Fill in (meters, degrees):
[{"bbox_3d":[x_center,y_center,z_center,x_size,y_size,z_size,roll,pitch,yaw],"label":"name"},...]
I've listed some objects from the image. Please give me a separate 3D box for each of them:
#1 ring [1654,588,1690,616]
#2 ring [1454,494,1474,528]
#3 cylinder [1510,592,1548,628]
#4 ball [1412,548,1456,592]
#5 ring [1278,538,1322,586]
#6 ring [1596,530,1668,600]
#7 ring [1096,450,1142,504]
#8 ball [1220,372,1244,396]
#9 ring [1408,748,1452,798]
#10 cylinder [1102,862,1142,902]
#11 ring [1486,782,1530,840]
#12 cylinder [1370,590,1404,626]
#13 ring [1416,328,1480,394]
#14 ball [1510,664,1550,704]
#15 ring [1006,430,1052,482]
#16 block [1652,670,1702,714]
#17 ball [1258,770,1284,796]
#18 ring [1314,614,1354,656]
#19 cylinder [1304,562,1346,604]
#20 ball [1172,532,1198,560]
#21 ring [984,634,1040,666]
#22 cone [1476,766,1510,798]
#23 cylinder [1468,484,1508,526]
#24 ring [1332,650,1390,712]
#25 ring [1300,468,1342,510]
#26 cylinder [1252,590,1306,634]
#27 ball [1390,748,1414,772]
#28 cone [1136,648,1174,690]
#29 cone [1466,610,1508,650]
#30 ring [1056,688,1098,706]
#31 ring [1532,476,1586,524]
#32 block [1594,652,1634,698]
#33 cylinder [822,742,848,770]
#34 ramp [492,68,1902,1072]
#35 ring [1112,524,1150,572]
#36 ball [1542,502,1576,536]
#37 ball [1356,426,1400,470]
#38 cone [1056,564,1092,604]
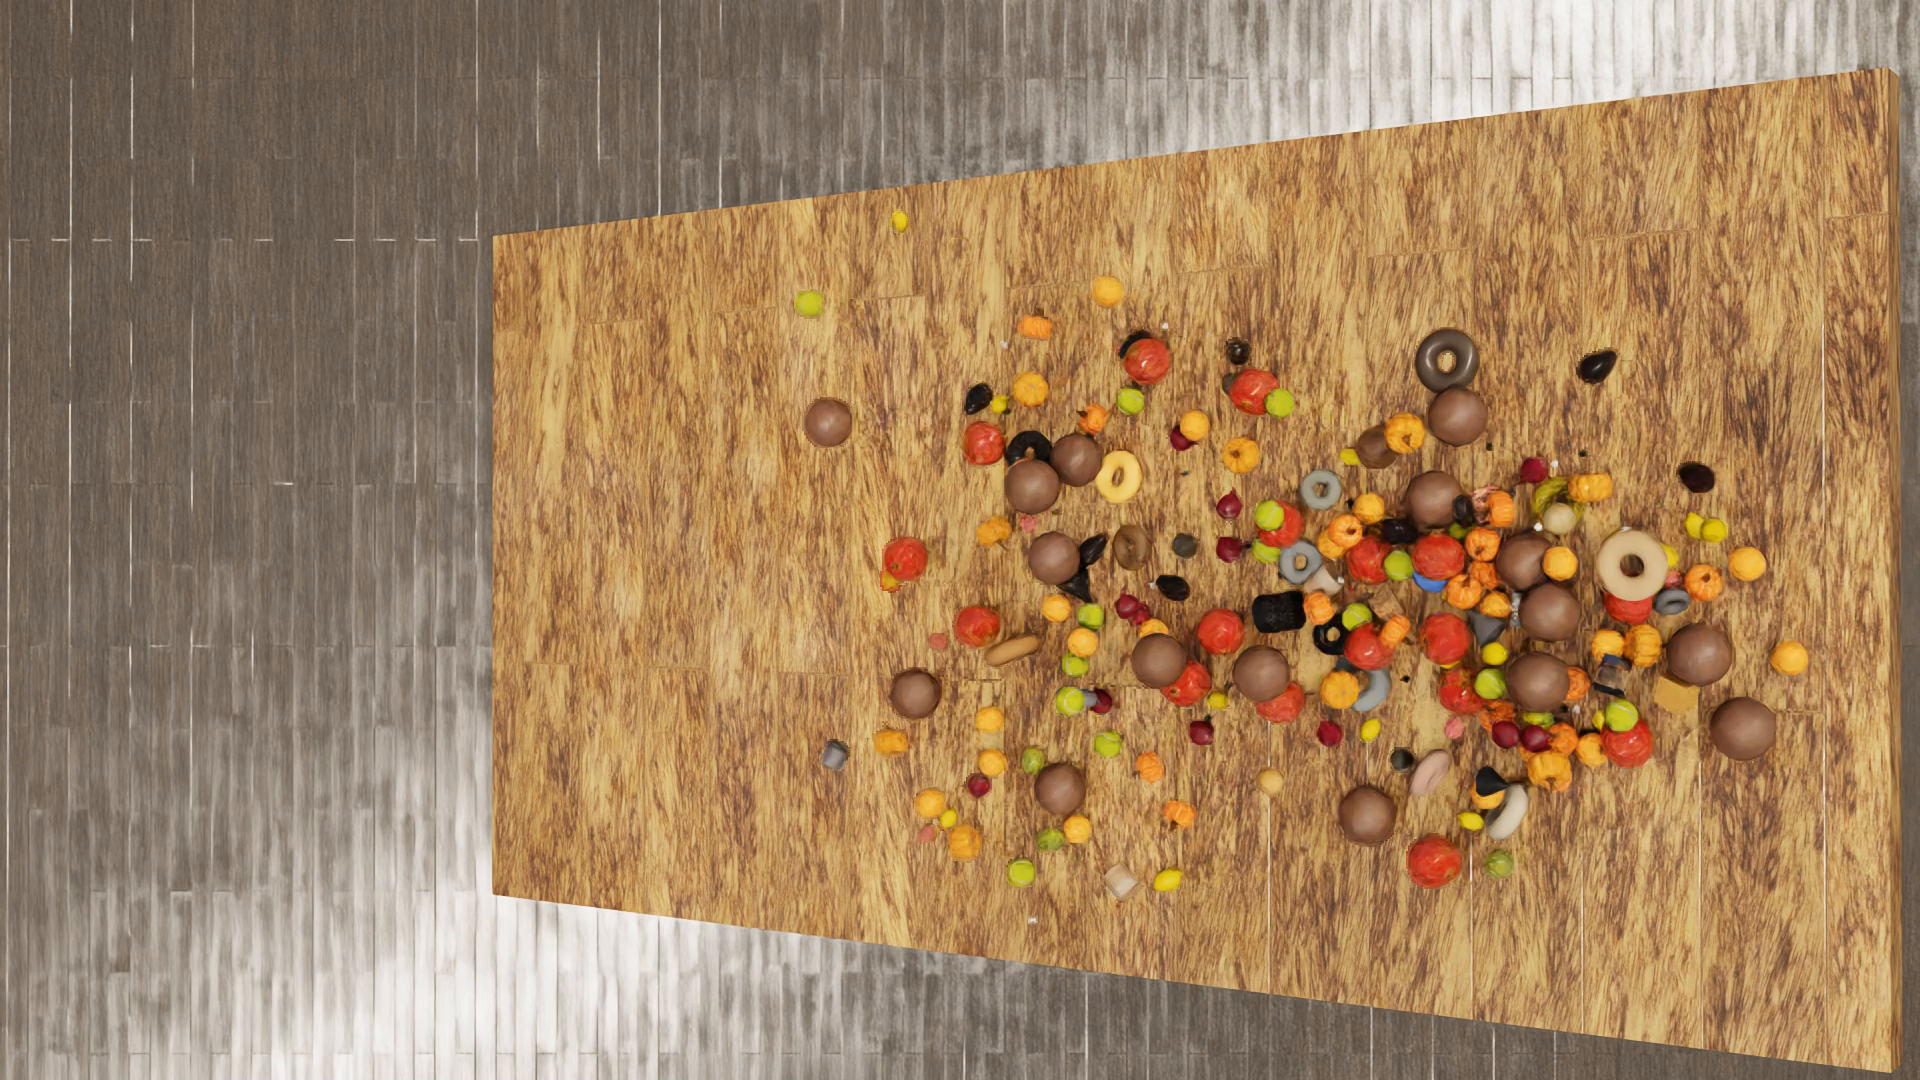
[{"bbox_3d":[1.479,0.128,4.568,0.077,0.077,0.026,-3,50,0],"label":"ring"},{"bbox_3d":[1.096,-0.063,4.783,0.026,0.078,0.078,-8,89,34],"label":"ring"},{"bbox_3d":[1.232,0.151,4.761,0.077,0.077,0.077,1,90,0],"label":"cylinder"},{"bbox_3d":[1.051,0.068,4.877,0.097,0.097,0.097,0,90,0],"label":"ball"},{"bbox_3d":[0.789,0.051,5.098,0.109,0.036,0.109,2,94,32],"label":"ring"},{"bbox_3d":[1.385,0.052,4.532,0.149,0.050,0.149,6,103,30],"label":"ring"},{"bbox_3d":[0.387,-0.155,5.376,0.130,0.043,0.130,-4,83,41],"label":"ring"},{"bbox_3d":[0.644,-0.369,5.192,0.056,0.056,0.056,0,90,0],"label":"ball"},{"bbox_3d":[1.041,0.516,4.868,0.041,0.122,0.122,38,90,31],"label":"ring"},{"bbox_3d":[0.394,0.832,5.349,0.068,0.068,0.068,-41,70,0],"label":"cylinder"},{"bbox_3d":[1.186,0.587,4.765,0.045,0.136,0.136,28,90,-2],"label":"ring"},{"bbox_3d":[0.961,0.153,4.949,0.059,0.059,0.059,-35,112,0],"label":"cylinder"},{"bbox_3d":[1.083,-0.396,4.888,0.148,0.049,0.148,-1,88,33],"label":"ring"},{"bbox_3d":[1.233,0.312,4.755,0.084,0.084,0.084,0,90,0],"label":"ball"},{"bbox_3d":[0.175,-0.212,5.531,0.131,0.044,0.131,-1,88,35],"label":"ring"},{"bbox_3d":[1.491,0.315,4.571,0.062,0.062,0.062,-13,122,-38],"label":"block"},{"bbox_3d":[0.724,0.564,5.127,0.060,0.060,0.060,0,90,0],"label":"ball"},{"bbox_3d":[0.857,0.218,5.049,0.098,0.033,0.098,-5,79,29],"label":"ring"},{"bbox_3d":[0.836,0.099,5.043,0.069,0.069,0.069,48,115,0],"label":"cylinder"},{"bbox_3d":[0.539,0.013,5.259,0.065,0.065,0.065,0,90,0],"label":"ball"},{"bbox_3d":[0.130,0.273,5.461,0.146,0.146,0.049,-21,85,0],"label":"ring"},{"bbox_3d":[1.133,0.514,4.629,0.067,0.067,0.067,-4,96,-37],"label":"cone"},{"bbox_3d":[1.156,-0.076,4.820,0.070,0.070,0.070,-20,77,0],"label":"cylinder"},{"bbox_3d":[0.913,0.320,5.004,0.139,0.046,0.139,-1,88,34],"label":"ring"},{"bbox_3d":[0.826,-0.115,5.032,0.097,0.032,0.097,-1,87,22],"label":"ring"},{"bbox_3d":[0.740,0.167,5.099,0.091,0.091,0.091,-9,89,35],"label":"cylinder"},{"bbox_3d":[0.994,0.494,4.941,0.053,0.053,0.053,0,90,0],"label":"ball"},{"bbox_3d":[0.449,0.313,5.299,0.098,0.098,0.098,0,89,35],"label":"cone"},{"bbox_3d":[1.131,0.179,4.779,0.083,0.083,0.083,-44,66,0],"label":"cone"},{"bbox_3d":[0.282,0.378,5.298,0.103,0.103,0.034,7,94,0],"label":"ring"},{"bbox_3d":[1.292,-0.079,4.744,0.117,0.039,0.117,-3,84,34],"label":"ring"},{"bbox_3d":[1.357,0.281,4.566,0.061,0.061,0.061,17,116,17],"label":"block"},{"bbox_3d":[-0.333,0.575,5.872,0.053,0.053,0.053,26,105,0],"label":"cylinder"},{"bbox_3d":[0.243,0.067,5.568,4.000,0.100,2.000,0,89,35],"label":"ramp"},{"bbox_3d":[0.416,0.019,5.346,0.039,0.116,0.116,-8,89,-36],"label":"ring"},{"bbox_3d":[1.266,-0.044,4.649,0.070,0.070,0.070,0,90,0],"label":"ball"},{"bbox_3d":[0.941,-0.207,4.957,0.097,0.097,0.097,0,90,0],"label":"ball"},{"bbox_3d":[0.302,0.126,5.438,0.093,0.093,0.093,-36,97,0],"label":"cone"}]
